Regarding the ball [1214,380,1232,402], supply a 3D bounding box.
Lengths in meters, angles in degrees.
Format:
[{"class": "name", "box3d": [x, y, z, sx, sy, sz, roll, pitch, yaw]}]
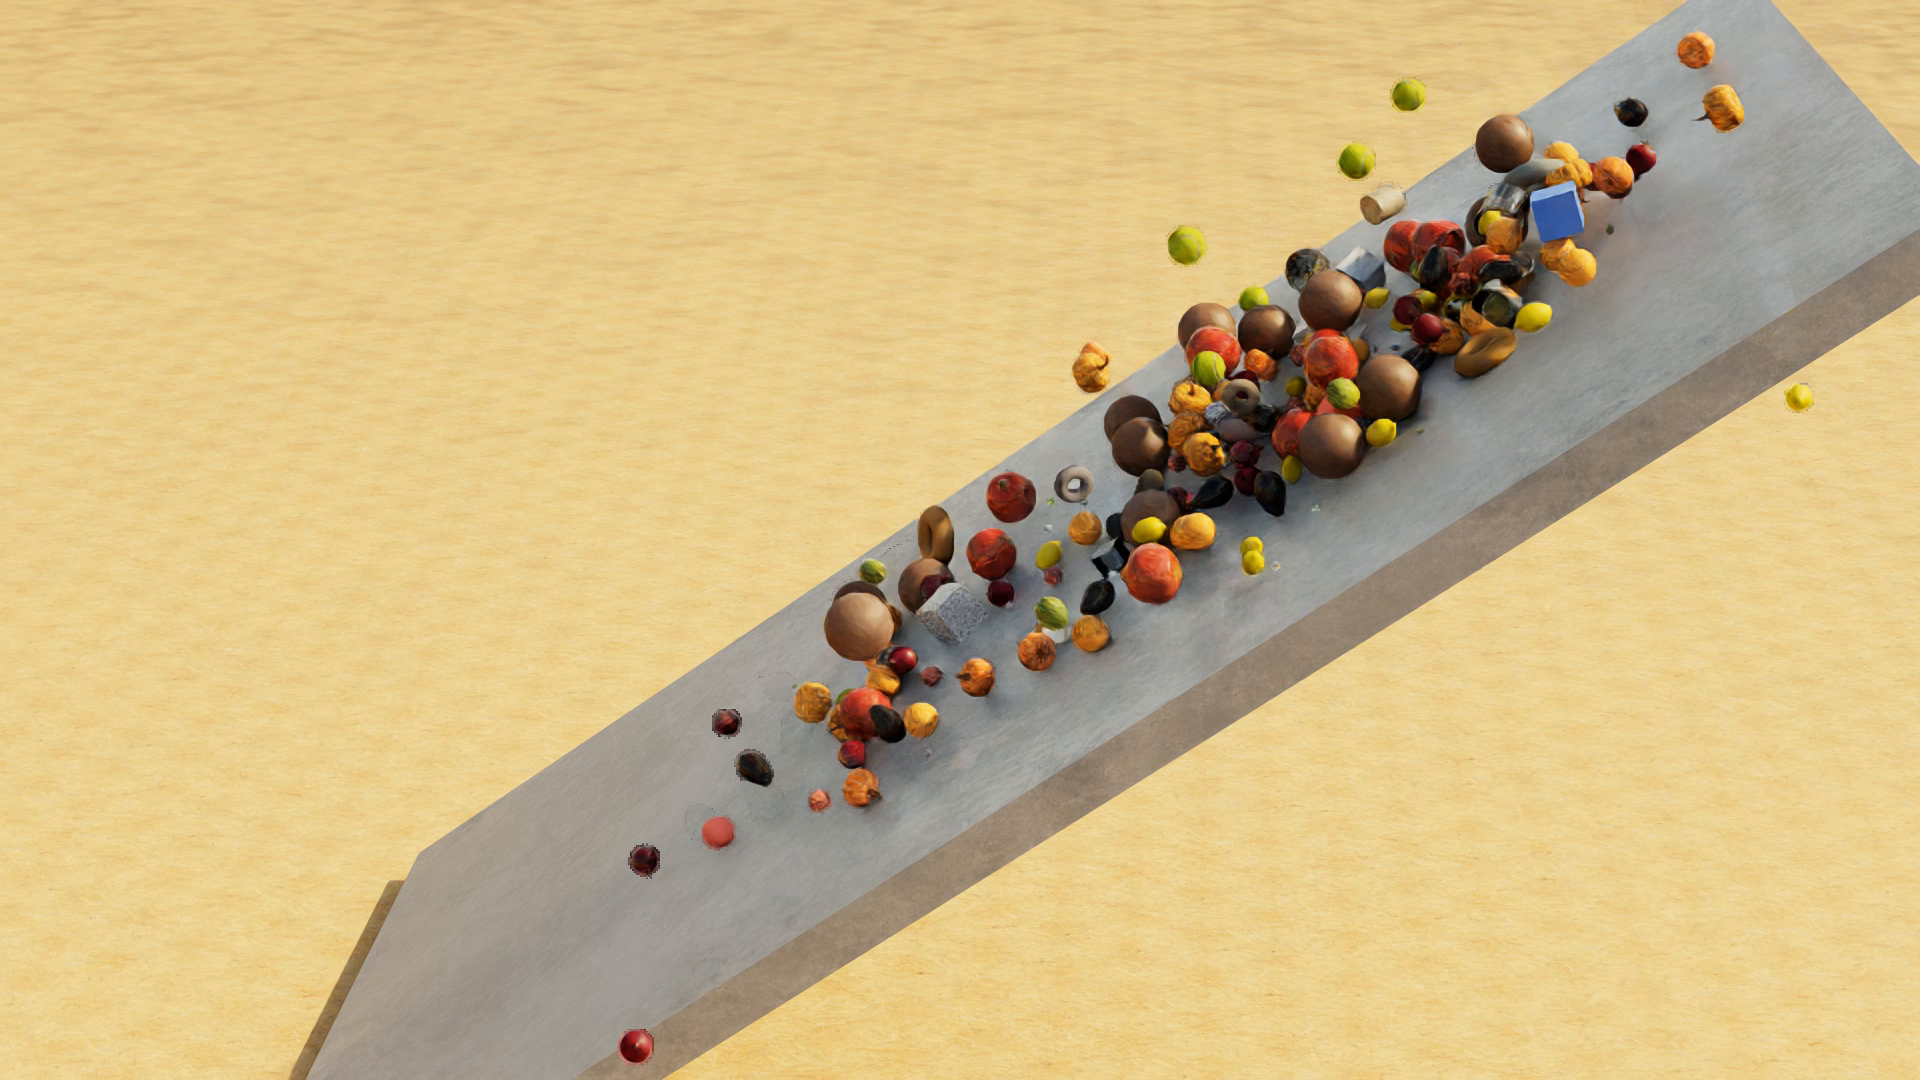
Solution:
[{"class": "ball", "box3d": [0.585, -0.312, 6.377, 0.067, 0.067, 0.067, 0, 22, 0]}]

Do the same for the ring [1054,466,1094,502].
[{"class": "ring", "box3d": [0.219, -0.107, 5.656, 0.078, 0.078, 0.026, -5, 27, -11]}]

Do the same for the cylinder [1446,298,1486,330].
[{"class": "cylinder", "box3d": [1.004, -0.450, 5.837, 0.060, 0.060, 0.060, -9, 2, -21]}]

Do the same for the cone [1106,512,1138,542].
[{"class": "cone", "box3d": [0.329, -0.009, 6.155, 0.071, 0.071, 0.071, 6, 61, -11]}]

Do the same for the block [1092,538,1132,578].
[{"class": "block", "box3d": [0.311, 0.037, 6.027, 0.052, 0.052, 0.052, -27, 19, 36]}]

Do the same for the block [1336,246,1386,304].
[{"class": "block", "box3d": [0.874, -0.577, 6.414, 0.075, 0.075, 0.075, 33, 66, 30]}]

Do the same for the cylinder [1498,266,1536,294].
[{"class": "cylinder", "box3d": [1.100, -0.522, 5.809, 0.053, 0.053, 0.053, 43, 11, -11]}]

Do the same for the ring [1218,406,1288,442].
[{"class": "ring", "box3d": [0.605, -0.239, 6.077, 0.150, 0.050, 0.150, -12, 10, 2]}]

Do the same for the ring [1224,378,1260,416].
[{"class": "ring", "box3d": [0.563, -0.287, 5.878, 0.075, 0.075, 0.025, 12, 3, 26]}]

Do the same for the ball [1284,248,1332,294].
[{"class": "ball", "box3d": [0.731, -0.565, 6.176, 0.096, 0.096, 0.096, 0, 22, 0]}]

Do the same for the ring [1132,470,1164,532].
[{"class": "ring", "box3d": [0.390, -0.081, 6.100, 0.045, 0.135, 0.135, 10, 21, -6]}]

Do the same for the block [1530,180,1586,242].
[{"class": "block", "box3d": [1.161, -0.637, 5.710, 0.084, 0.084, 0.084, -15, 16, 18]}]

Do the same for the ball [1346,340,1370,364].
[{"class": "ball", "box3d": [0.825, -0.390, 6.094, 0.051, 0.051, 0.051, 0, 22, 0]}]

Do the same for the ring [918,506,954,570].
[{"class": "ring", "box3d": [-0.054, -0.005, 6.647, 0.049, 0.146, 0.146, -4, 22, -20]}]

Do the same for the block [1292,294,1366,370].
[{"class": "block", "box3d": [0.782, -0.442, 6.237, 0.095, 0.095, 0.095, -33, 15, 40]}]

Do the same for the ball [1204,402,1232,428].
[{"class": "ball", "box3d": [0.542, -0.262, 6.176, 0.057, 0.057, 0.057, 0, 22, 0]}]

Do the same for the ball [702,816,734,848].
[{"class": "ball", "box3d": [-0.508, 0.615, 6.189, 0.067, 0.067, 0.067, 0, 22, 0]}]

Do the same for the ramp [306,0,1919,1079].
[{"class": "ramp", "box3d": [0.131, 0.177, 6.317, 4.000, 0.100, 2.000, -34, 16, 16]}]

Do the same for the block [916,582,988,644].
[{"class": "block", "box3d": [-0.018, 0.158, 6.343, 0.093, 0.093, 0.093, -45, 17, -24]}]

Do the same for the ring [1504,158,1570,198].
[{"class": "ring", "box3d": [1.184, -0.740, 6.041, 0.139, 0.046, 0.139, -11, -17, -3]}]

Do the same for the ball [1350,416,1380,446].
[{"class": "ball", "box3d": [0.781, -0.210, 5.670, 0.056, 0.056, 0.056, 0, 22, 0]}]

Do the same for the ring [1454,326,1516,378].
[{"class": "ring", "box3d": [1.003, -0.359, 5.622, 0.130, 0.043, 0.130, -34, 16, 11]}]

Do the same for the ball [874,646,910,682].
[{"class": "ball", "box3d": [-0.146, 0.266, 6.352, 0.077, 0.077, 0.077, 0, 22, 0]}]

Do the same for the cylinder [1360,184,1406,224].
[{"class": "cylinder", "box3d": [0.919, -0.730, 6.393, 0.069, 0.069, 0.069, -30, 34, -26]}]

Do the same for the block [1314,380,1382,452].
[{"class": "block", "box3d": [0.760, -0.243, 5.756, 0.085, 0.085, 0.085, -28, 18, 32]}]

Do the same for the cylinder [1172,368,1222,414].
[{"class": "cylinder", "box3d": [0.530, -0.330, 6.528, 0.082, 0.082, 0.082, -25, 3, 40]}]

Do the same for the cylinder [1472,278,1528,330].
[{"class": "cylinder", "box3d": [1.044, -0.453, 5.685, 0.076, 0.076, 0.076, 36, 15, -17]}]

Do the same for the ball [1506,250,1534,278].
[{"class": "ball", "box3d": [1.096, -0.540, 5.748, 0.053, 0.053, 0.053, 0, 22, 0]}]

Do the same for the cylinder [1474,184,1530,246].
[{"class": "cylinder", "box3d": [1.093, -0.655, 5.923, 0.093, 0.093, 0.093, 9, 40, 21]}]

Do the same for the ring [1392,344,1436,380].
[{"class": "ring", "box3d": [0.903, -0.354, 5.853, 0.098, 0.033, 0.098, -34, 17, 12]}]

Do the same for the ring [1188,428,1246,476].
[{"class": "ring", "box3d": [0.540, -0.190, 6.172, 0.143, 0.048, 0.143, -36, 16, 12]}]
